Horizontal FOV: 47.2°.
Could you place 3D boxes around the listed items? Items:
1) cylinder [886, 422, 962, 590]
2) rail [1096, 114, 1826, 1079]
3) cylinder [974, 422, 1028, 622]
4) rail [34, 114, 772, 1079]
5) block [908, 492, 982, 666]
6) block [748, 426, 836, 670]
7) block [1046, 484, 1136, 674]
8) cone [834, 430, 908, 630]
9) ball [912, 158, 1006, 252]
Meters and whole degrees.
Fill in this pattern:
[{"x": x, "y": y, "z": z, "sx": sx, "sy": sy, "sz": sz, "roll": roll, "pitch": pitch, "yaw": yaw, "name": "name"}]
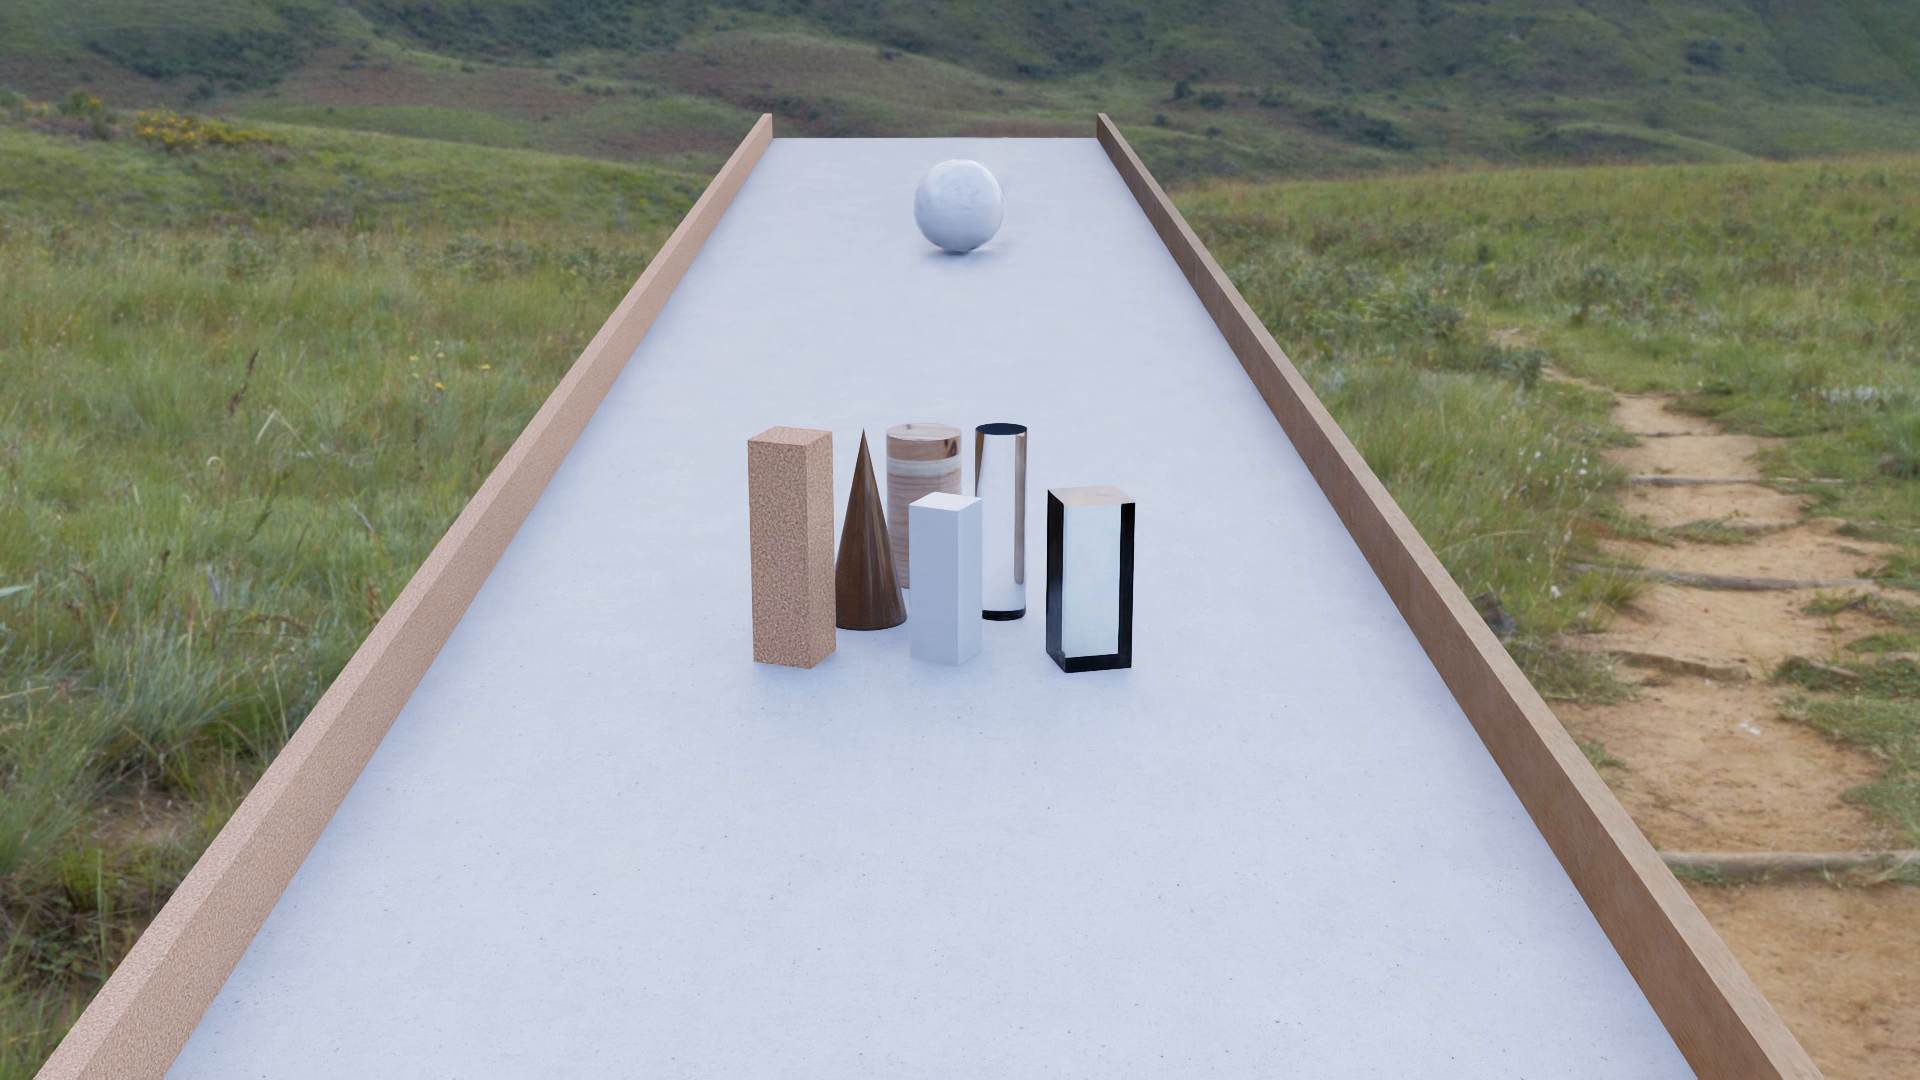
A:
[{"x": -0.080, "y": -0.076, "z": 4.885, "sx": 0.167, "sy": 0.340, "sz": 0.167, "roll": 0, "pitch": 17, "yaw": 0, "name": "cylinder"}, {"x": 0.932, "y": -0.844, "z": 7.801, "sx": 0.050, "sy": 0.150, "sz": 12.000, "roll": 0, "pitch": 17, "yaw": -1, "name": "rail"}, {"x": 0.086, "y": -0.038, "z": 4.645, "sx": 0.110, "sy": 0.404, "sz": 0.110, "roll": 0, "pitch": 17, "yaw": 0, "name": "cylinder"}, {"x": -1.118, "y": -0.838, "z": 7.780, "sx": 0.050, "sy": 0.150, "sz": 12.000, "roll": 0, "pitch": 17, "yaw": -1, "name": "rail"}, {"x": -0.028, "y": 0.076, "z": 4.410, "sx": 0.108, "sy": 0.319, "sz": 0.108, "roll": 8, "pitch": 18, "yaw": 26, "name": "block"}, {"x": -0.333, "y": 0.014, "z": 4.376, "sx": 0.125, "sy": 0.457, "sz": 0.125, "roll": 6, "pitch": 18, "yaw": 20, "name": "block"}, {"x": 0.257, "y": 0.076, "z": 4.372, "sx": 0.138, "sy": 0.341, "sz": 0.138, "roll": -4, "pitch": 17, "yaw": -13, "name": "block"}, {"x": -0.200, "y": -0.034, "z": 4.614, "sx": 0.177, "sy": 0.415, "sz": 0.177, "roll": 0, "pitch": 17, "yaw": 0, "name": "cone"}, {"x": -0.004, "y": -1.415, "z": 9.295, "sx": 0.393, "sy": 0.393, "sz": 0.393, "roll": 0, "pitch": 17, "yaw": 0, "name": "ball"}]
